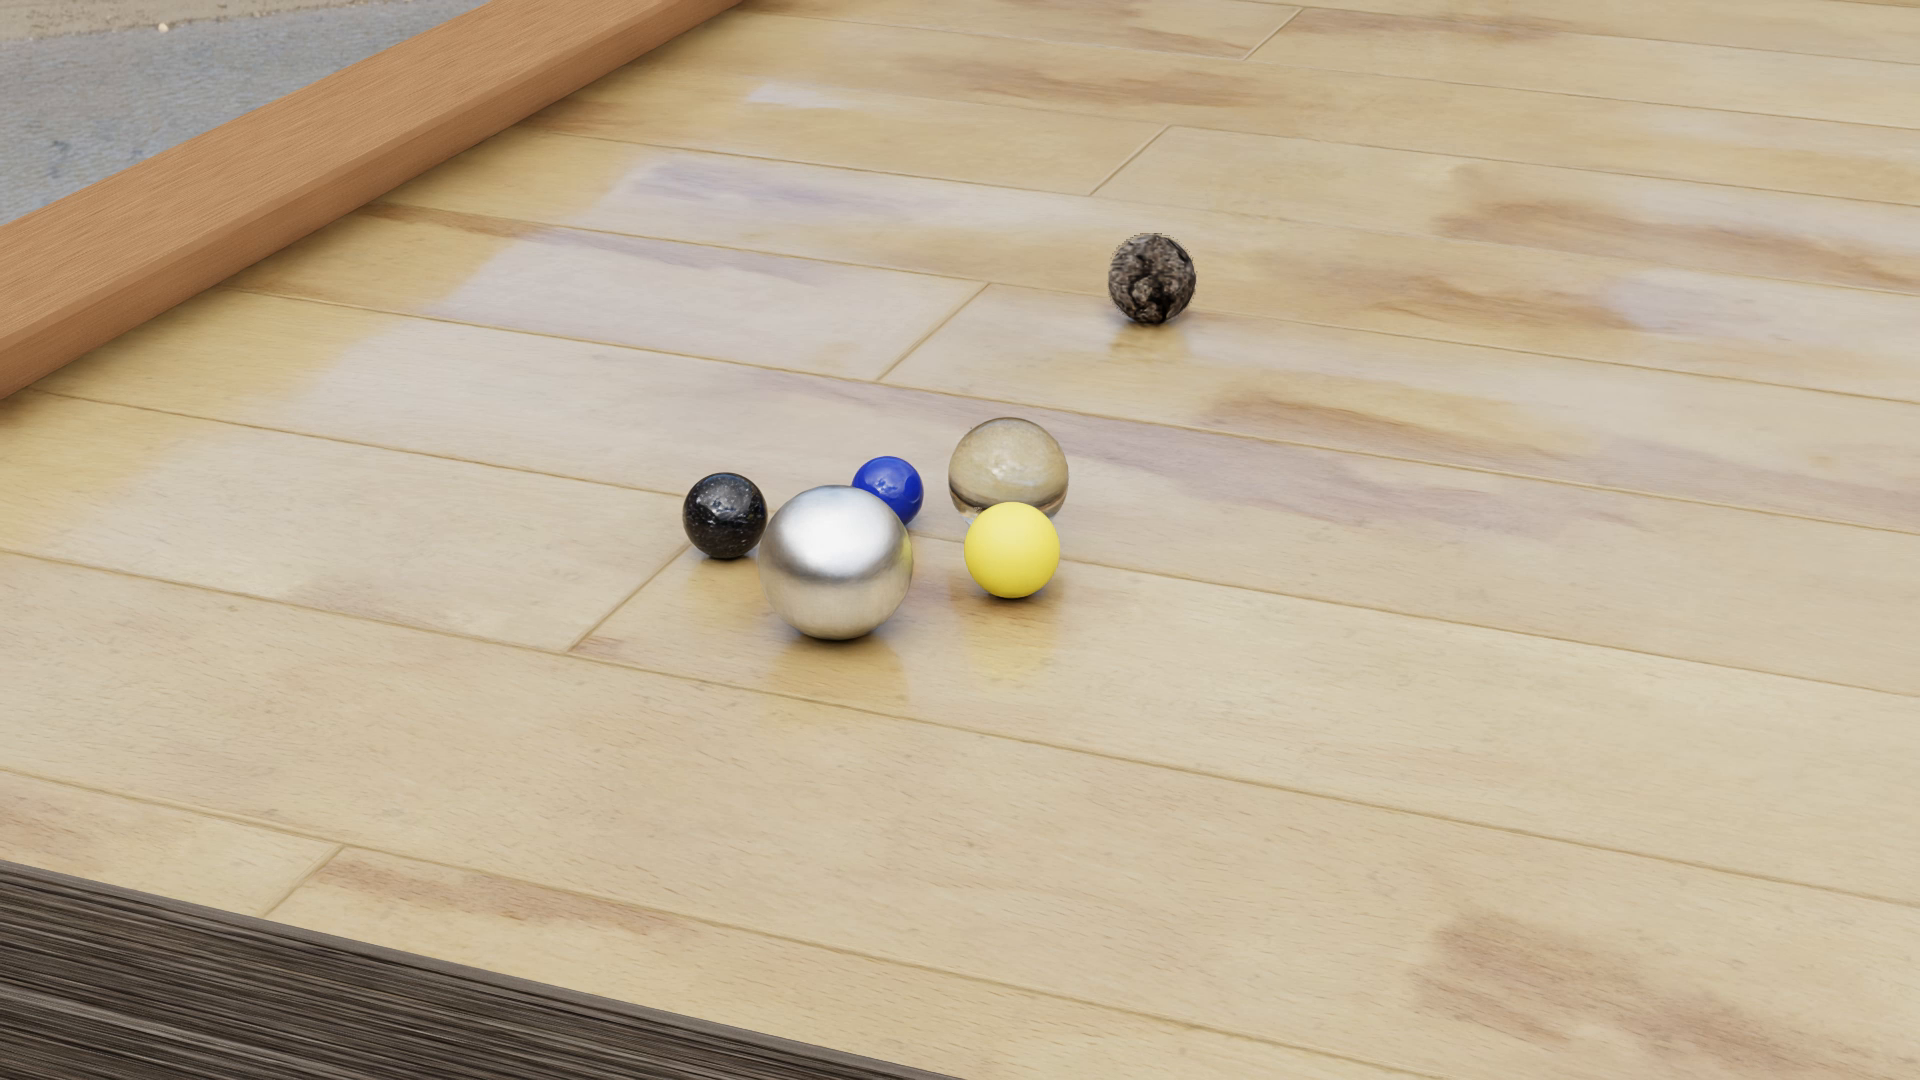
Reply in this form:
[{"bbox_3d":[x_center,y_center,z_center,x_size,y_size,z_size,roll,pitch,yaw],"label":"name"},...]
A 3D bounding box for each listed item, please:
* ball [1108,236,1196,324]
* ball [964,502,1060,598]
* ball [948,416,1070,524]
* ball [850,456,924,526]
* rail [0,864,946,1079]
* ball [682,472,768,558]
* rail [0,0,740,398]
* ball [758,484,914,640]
[{"bbox_3d":[0.155,-0.211,2.377,0.071,0.071,0.071,0,24,0],"label":"ball"},{"bbox_3d":[0.034,0.007,1.909,0.063,0.063,0.063,0,24,0],"label":"ball"},{"bbox_3d":[0.033,-0.042,1.992,0.083,0.083,0.083,0,24,0],"label":"ball"},{"bbox_3d":[-0.050,-0.032,2.009,0.051,0.051,0.051,0,24,0],"label":"ball"},{"bbox_3d":[-0.244,0.230,1.337,1.606,0.128,0.045,9,26,19],"label":"rail"},{"bbox_3d":[-0.157,-0.017,1.966,0.058,0.058,0.058,0,24,0],"label":"ball"},{"bbox_3d":[-0.473,-0.411,2.746,0.045,0.128,2.761,9,26,19],"label":"rail"},{"bbox_3d":[-0.078,0.014,1.850,0.098,0.098,0.098,0,24,0],"label":"ball"}]
